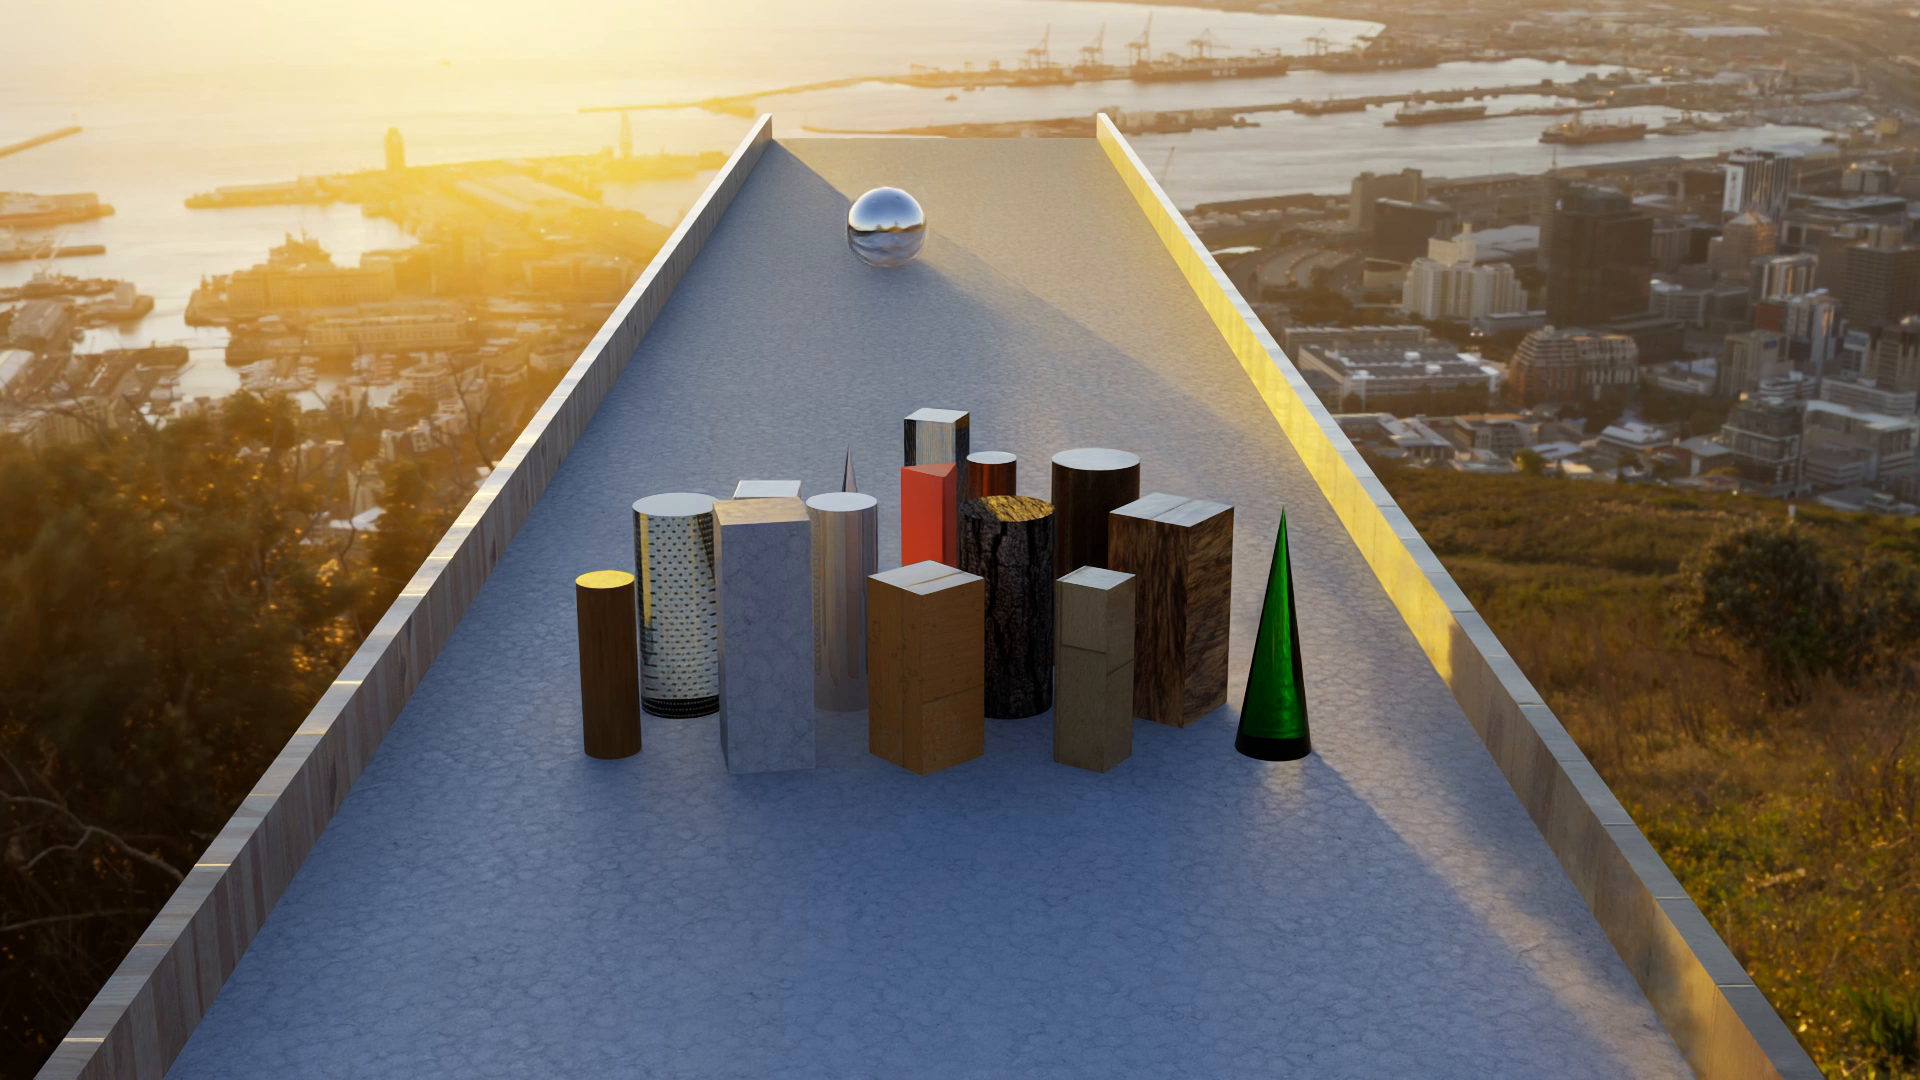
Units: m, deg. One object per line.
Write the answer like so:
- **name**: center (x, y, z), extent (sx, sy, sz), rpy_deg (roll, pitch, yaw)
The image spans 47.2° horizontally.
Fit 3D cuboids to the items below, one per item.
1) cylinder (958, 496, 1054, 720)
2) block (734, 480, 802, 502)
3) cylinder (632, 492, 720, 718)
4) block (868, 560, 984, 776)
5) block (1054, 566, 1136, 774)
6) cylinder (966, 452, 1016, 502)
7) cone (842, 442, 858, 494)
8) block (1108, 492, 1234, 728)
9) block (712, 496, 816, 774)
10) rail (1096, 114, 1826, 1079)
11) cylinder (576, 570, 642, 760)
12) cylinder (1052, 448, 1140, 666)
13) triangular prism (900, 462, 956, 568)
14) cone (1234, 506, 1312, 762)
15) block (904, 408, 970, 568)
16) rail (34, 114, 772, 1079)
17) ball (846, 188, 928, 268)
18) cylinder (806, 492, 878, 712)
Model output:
- **cylinder**: center (0.087, 0.125, 4.132), extent (0.178, 0.384, 0.178), rpy_deg (0, 17, 0)
- **block**: center (-0.380, 0.065, 4.398), extent (0.122, 0.348, 0.122), rpy_deg (0, 17, 1)
- **cylinder**: center (-0.524, 0.122, 4.125), extent (0.163, 0.393, 0.163), rpy_deg (0, 17, 0)
- **block**: center (-0.060, 0.224, 3.891), extent (0.145, 0.332, 0.145), rpy_deg (-14, 22, -40)
- **block**: center (0.237, 0.227, 3.870), extent (0.102, 0.338, 0.102), rpy_deg (10, 19, 31)
- **cylinder**: center (0.066, -0.006, 4.637), extent (0.105, 0.347, 0.105), rpy_deg (0, 17, 0)
- **cone**: center (-0.231, -0.022, 4.631), extent (0.114, 0.383, 0.114), rpy_deg (0, 17, 0)
- **block**: center (0.391, 0.129, 4.114), extent (0.169, 0.387, 0.169), rpy_deg (11, 20, 33)
- **block**: center (-0.345, 0.167, 3.869), extent (0.152, 0.454, 0.152), rpy_deg (-3, 17, -11)
- **rail**: center (0.932, -0.844, 7.801), extent (0.050, 0.150, 12.000), rpy_deg (0, 17, -1)
- **cylinder**: center (-0.625, 0.223, 3.916), extent (0.102, 0.320, 0.102), rpy_deg (0, 17, 0)
- **cylinder**: center (0.266, 0.041, 4.359), extent (0.173, 0.416, 0.173), rpy_deg (0, 17, 0)
- **triangular prism**: center (-0.041, 0.048, 4.367), extent (0.113, 0.398, 0.098), rpy_deg (14, 22, 39)
- **cone**: center (0.565, 0.154, 3.905), extent (0.138, 0.457, 0.138), rpy_deg (0, 17, 0)
- **block**: center (-0.051, -0.096, 4.894), extent (0.112, 0.373, 0.112), rpy_deg (6, 18, 19)
- **rail**: center (-1.118, -0.838, 7.780), extent (0.050, 0.150, 12.000), rpy_deg (0, 17, -1)
- **ball**: center (-0.297, -1.263, 8.903), extent (0.326, 0.326, 0.326), rpy_deg (0, 17, 0)
- **cylinder**: center (-0.220, 0.117, 4.145), extent (0.132, 0.393, 0.132), rpy_deg (0, 17, 0)
